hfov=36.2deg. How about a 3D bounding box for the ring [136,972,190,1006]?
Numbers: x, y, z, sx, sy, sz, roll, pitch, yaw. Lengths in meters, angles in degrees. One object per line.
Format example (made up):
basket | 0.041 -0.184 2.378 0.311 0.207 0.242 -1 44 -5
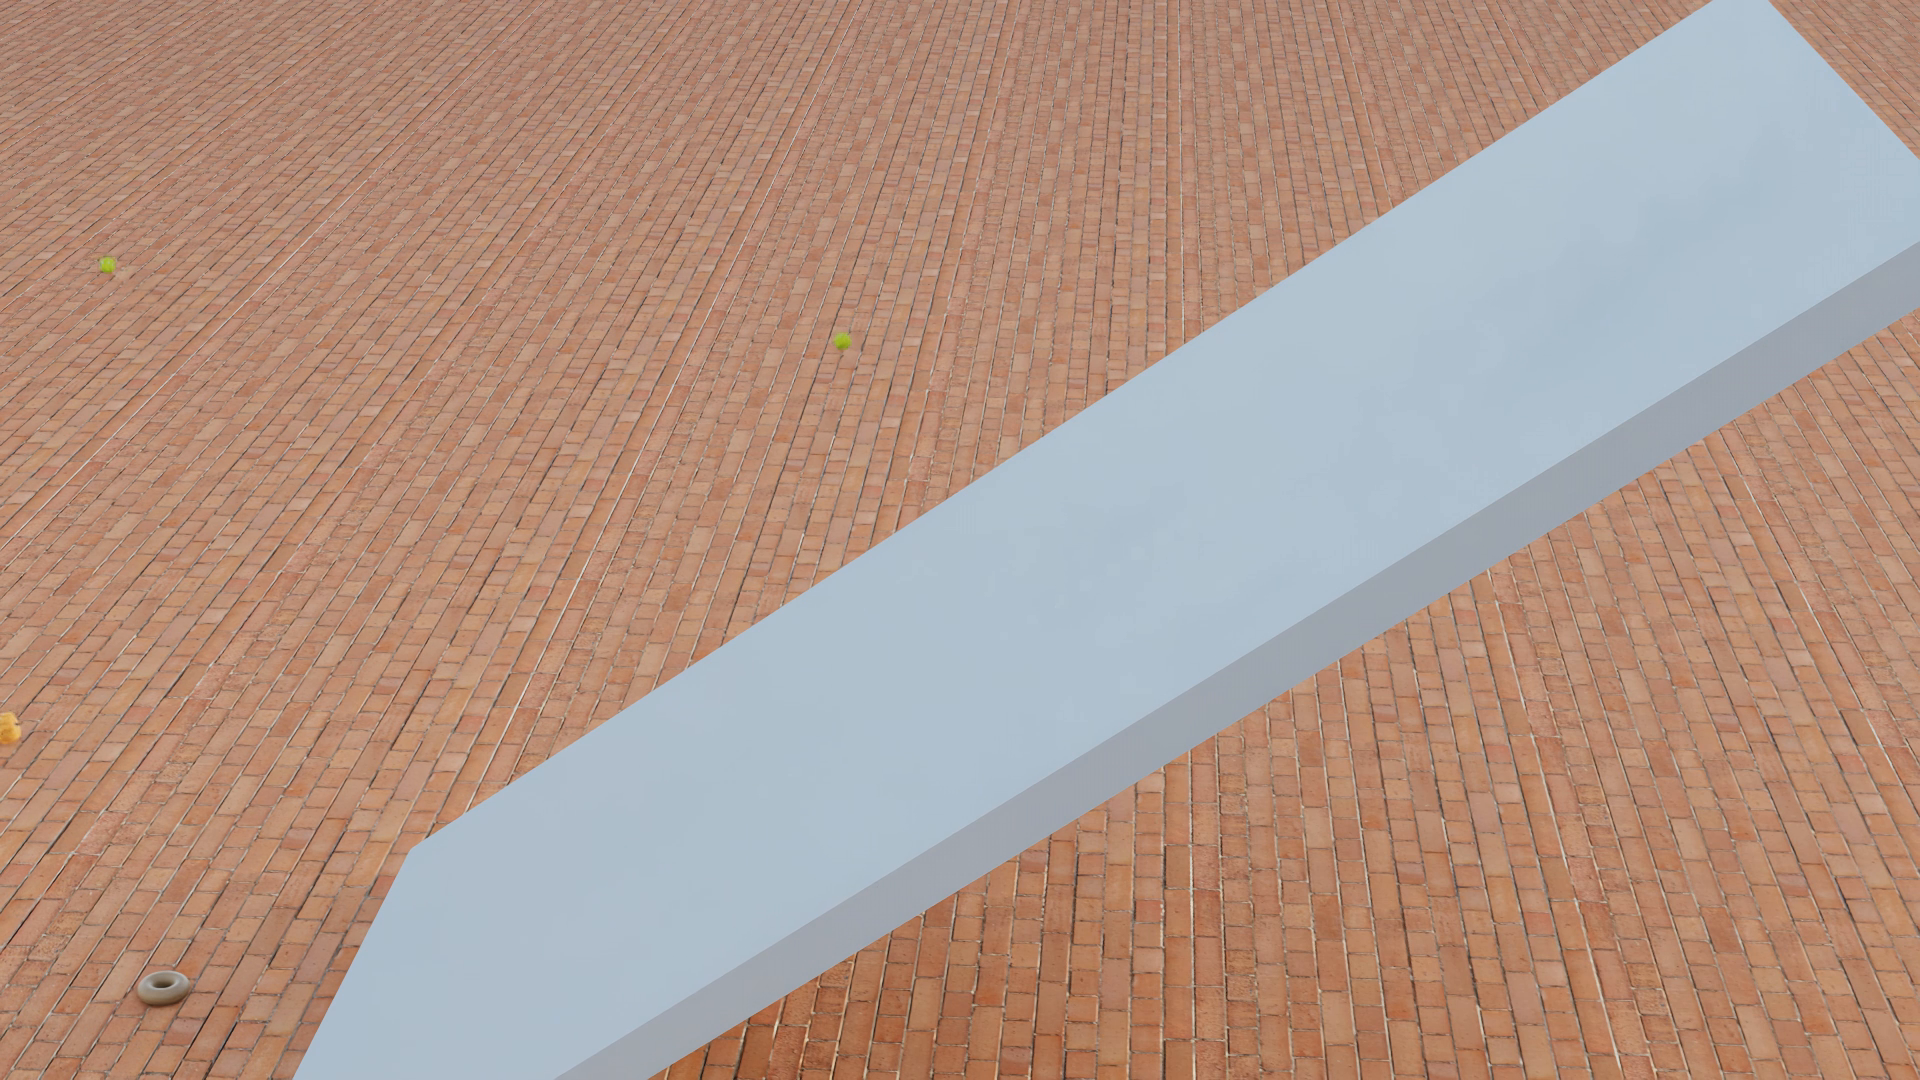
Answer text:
ring | -1.951 1.098 7.206 0.127 0.042 0.127 1 22 -1

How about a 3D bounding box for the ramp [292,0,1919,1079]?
ramp | 0.134 0.175 6.310 4.000 0.100 2.000 -33 16 15
